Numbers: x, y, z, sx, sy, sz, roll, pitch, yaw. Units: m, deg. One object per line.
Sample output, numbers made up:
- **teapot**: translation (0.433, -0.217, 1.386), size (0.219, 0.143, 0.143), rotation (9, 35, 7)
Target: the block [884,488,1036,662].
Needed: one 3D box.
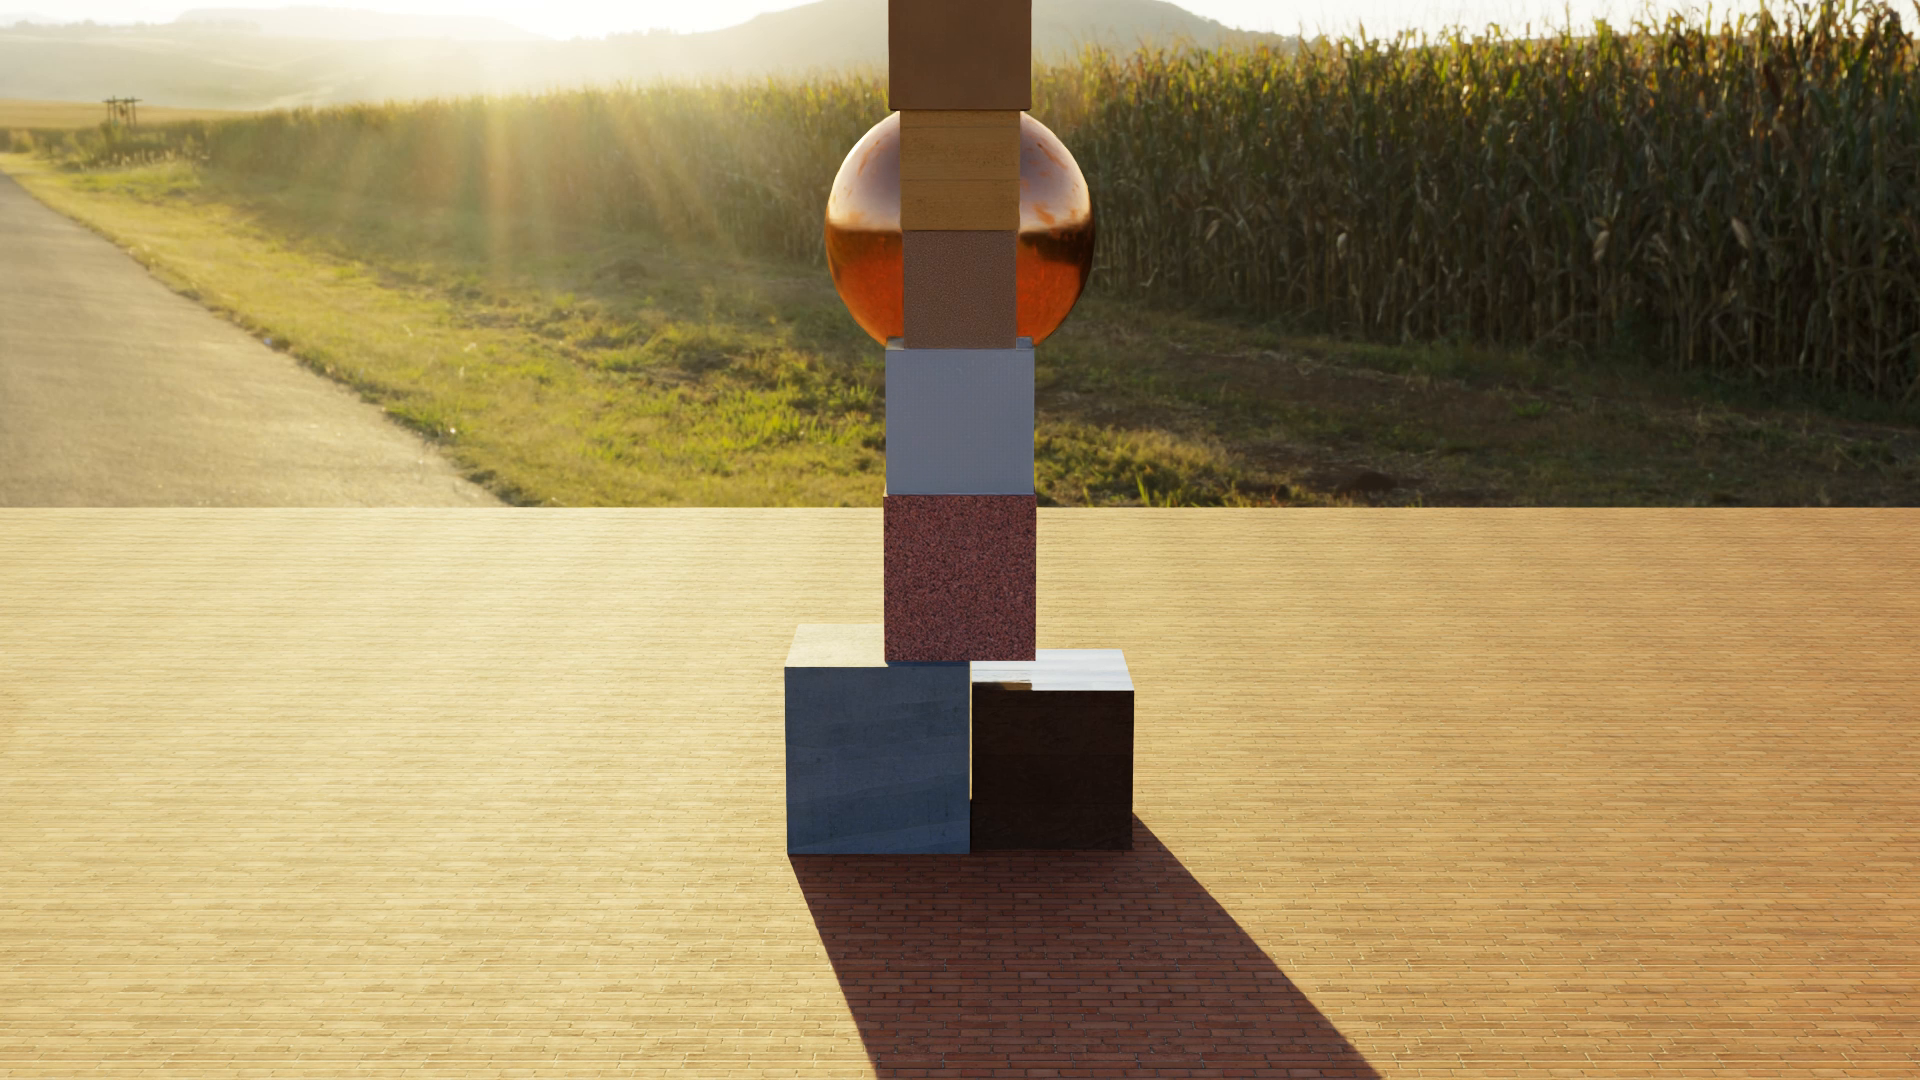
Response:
- **block**: translation (0.000, 0.125, 11.214), size (0.752, 0.827, 0.774), rotation (0, 10, 0)

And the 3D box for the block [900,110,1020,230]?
- **block**: translation (0.000, -1.829, 10.843), size (0.576, 0.569, 0.579), rotation (0, 10, 0)

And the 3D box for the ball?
- **ball**: translation (0.000, -1.802, 12.961), size (1.600, 1.600, 1.600), rotation (0, 10, 0)

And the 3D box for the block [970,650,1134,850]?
- **block**: translation (0.461, 1.068, 11.390), size (0.804, 0.823, 0.891), rotation (0, 10, 0)

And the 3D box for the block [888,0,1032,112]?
- **block**: translation (0.000, -2.437, 10.747), size (0.679, 0.663, 0.670), rotation (0, 10, 0)

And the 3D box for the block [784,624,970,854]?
- **block**: translation (-0.407, 1.007, 11.349), size (0.912, 0.958, 0.957), rotation (0, 10, 0)

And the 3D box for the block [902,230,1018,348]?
- **block**: translation (0.000, -1.264, 10.939), size (0.552, 0.575, 0.533), rotation (0, 10, 0)

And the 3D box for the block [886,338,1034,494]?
- **block**: translation (0.000, -0.632, 11.067), size (0.726, 0.715, 0.639), rotation (0, 10, 0)
